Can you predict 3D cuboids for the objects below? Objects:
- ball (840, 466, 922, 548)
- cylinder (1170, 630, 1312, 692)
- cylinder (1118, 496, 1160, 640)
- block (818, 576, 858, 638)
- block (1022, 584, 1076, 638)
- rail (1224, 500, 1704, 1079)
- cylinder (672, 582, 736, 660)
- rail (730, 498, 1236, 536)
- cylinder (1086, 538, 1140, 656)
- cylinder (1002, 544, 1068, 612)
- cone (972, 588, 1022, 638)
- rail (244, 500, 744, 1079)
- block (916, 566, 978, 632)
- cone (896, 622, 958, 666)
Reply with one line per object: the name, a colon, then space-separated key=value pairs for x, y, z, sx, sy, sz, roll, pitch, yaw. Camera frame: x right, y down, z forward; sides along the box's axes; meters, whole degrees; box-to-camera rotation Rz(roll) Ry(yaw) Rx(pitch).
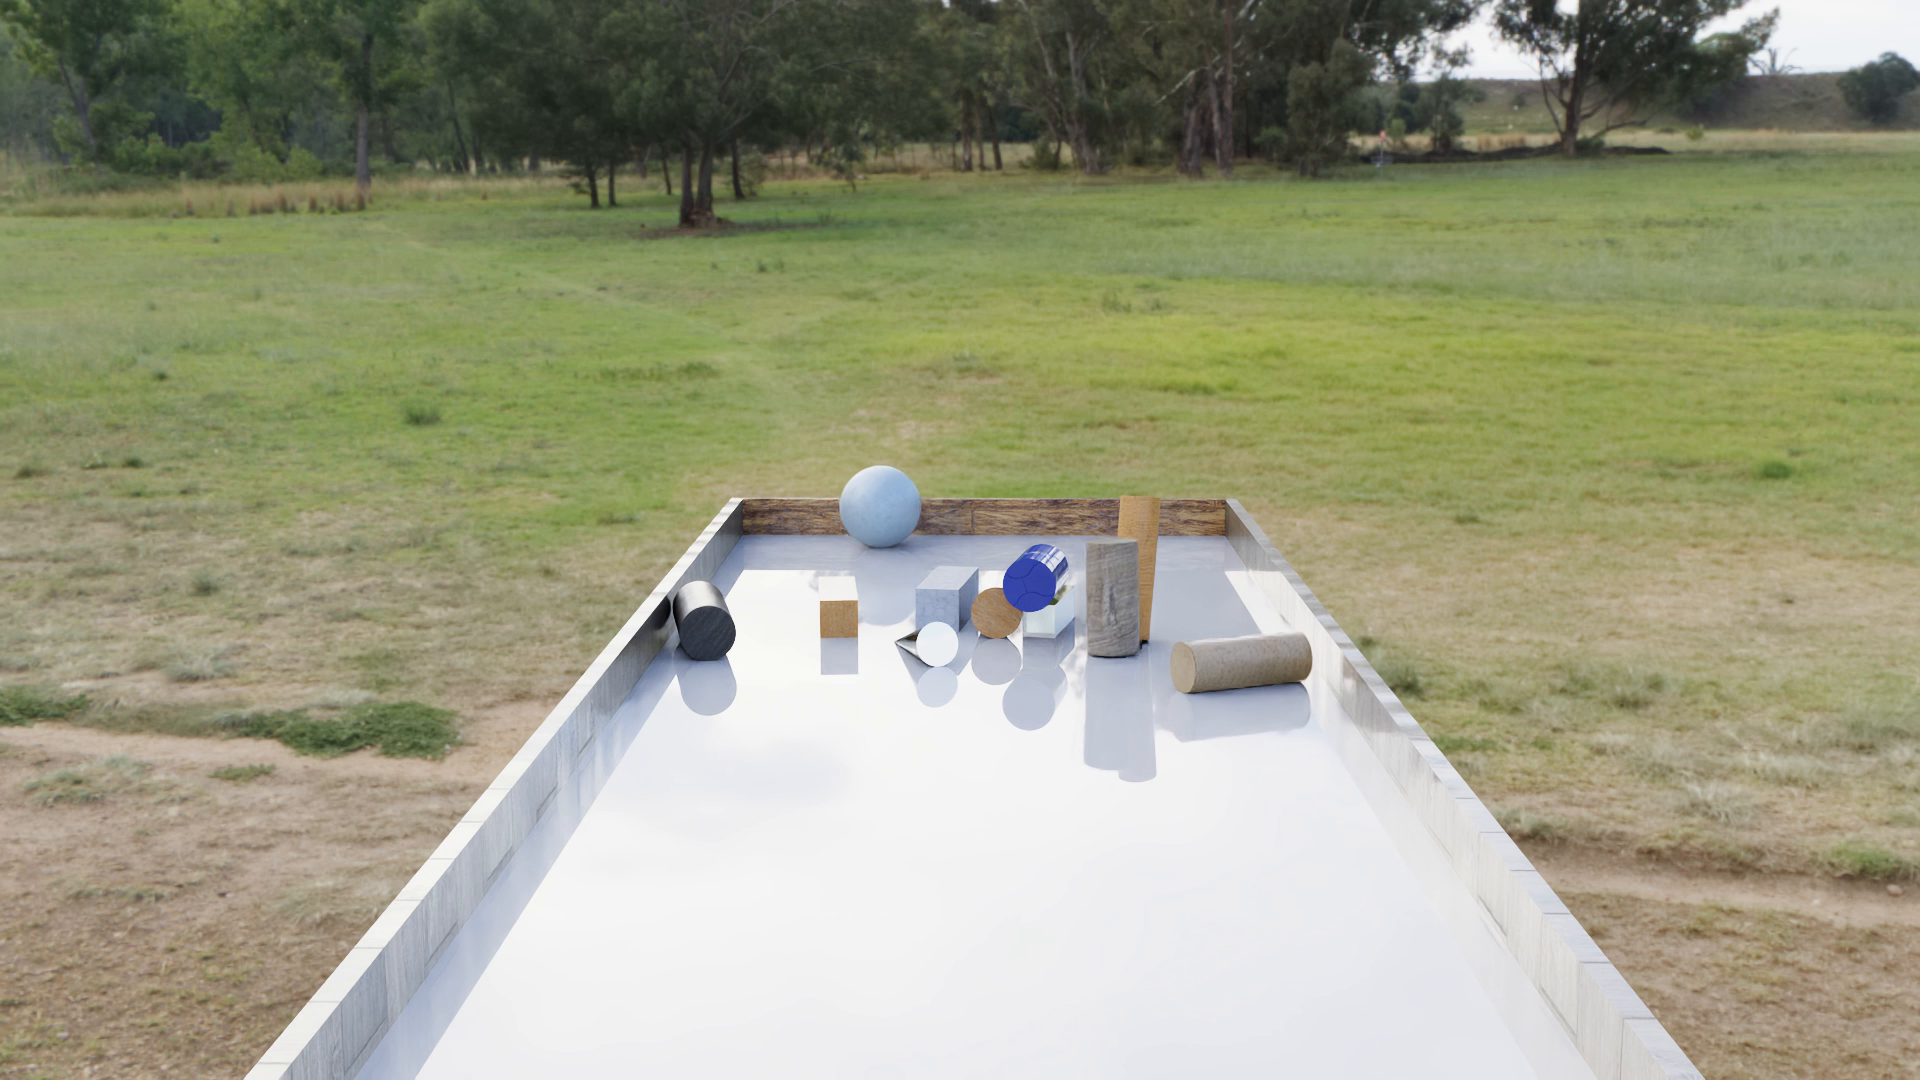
ball: x=-0.317 y=-0.135 z=8.818 sx=0.327 sy=0.327 sz=0.327 roll=0 pitch=9 yaw=0
cylinder: x=0.810 y=0.349 z=6.336 sx=0.389 sy=0.147 sz=0.147 roll=-4 pitch=10 yaw=-24
cylinder: x=0.556 y=0.087 z=6.976 sx=0.127 sy=0.449 sz=0.127 roll=5 pitch=0 yaw=0
block: x=-0.402 y=0.218 z=7.243 sx=0.122 sy=0.122 sz=0.439 roll=-1 pitch=9 yaw=-4
block: x=0.293 y=0.231 z=7.214 sx=0.106 sy=0.106 sz=0.371 roll=2 pitch=9 yaw=13
rail: x=1.046 y=0.843 z=3.208 sx=0.050 sy=0.150 sz=12.000 roll=0 pitch=9 yaw=1
cylinder: x=-0.803 y=0.250 z=6.884 sx=0.172 sy=0.172 sz=0.433 roll=-2 pitch=9 yaw=-10
rail: x=0.099 y=-0.098 z=9.147 sx=2.100 sy=0.150 sz=0.050 roll=0 pitch=9 yaw=1
cylinder: x=0.470 y=0.174 z=6.777 sx=0.162 sy=0.347 sz=0.162 roll=-1 pitch=6 yaw=0
cylinder: x=0.244 y=0.120 z=7.035 sx=0.170 sy=0.170 sz=0.303 roll=2 pitch=9 yaw=10
cone: x=0.104 y=0.242 z=7.227 sx=0.164 sy=0.164 sz=0.401 roll=-1 pitch=-3 yaw=-4
rail: x=-1.004 y=0.839 z=3.234 sx=0.050 sy=0.150 sz=12.000 roll=0 pitch=9 yaw=1
block: x=-0.040 y=0.195 z=7.327 sx=0.142 sy=0.142 sz=0.441 roll=1 pitch=9 yaw=9
cone: x=-0.139 y=0.318 z=6.792 sx=0.134 sy=0.134 sz=0.390 roll=-4 pitch=0 yaw=-21
